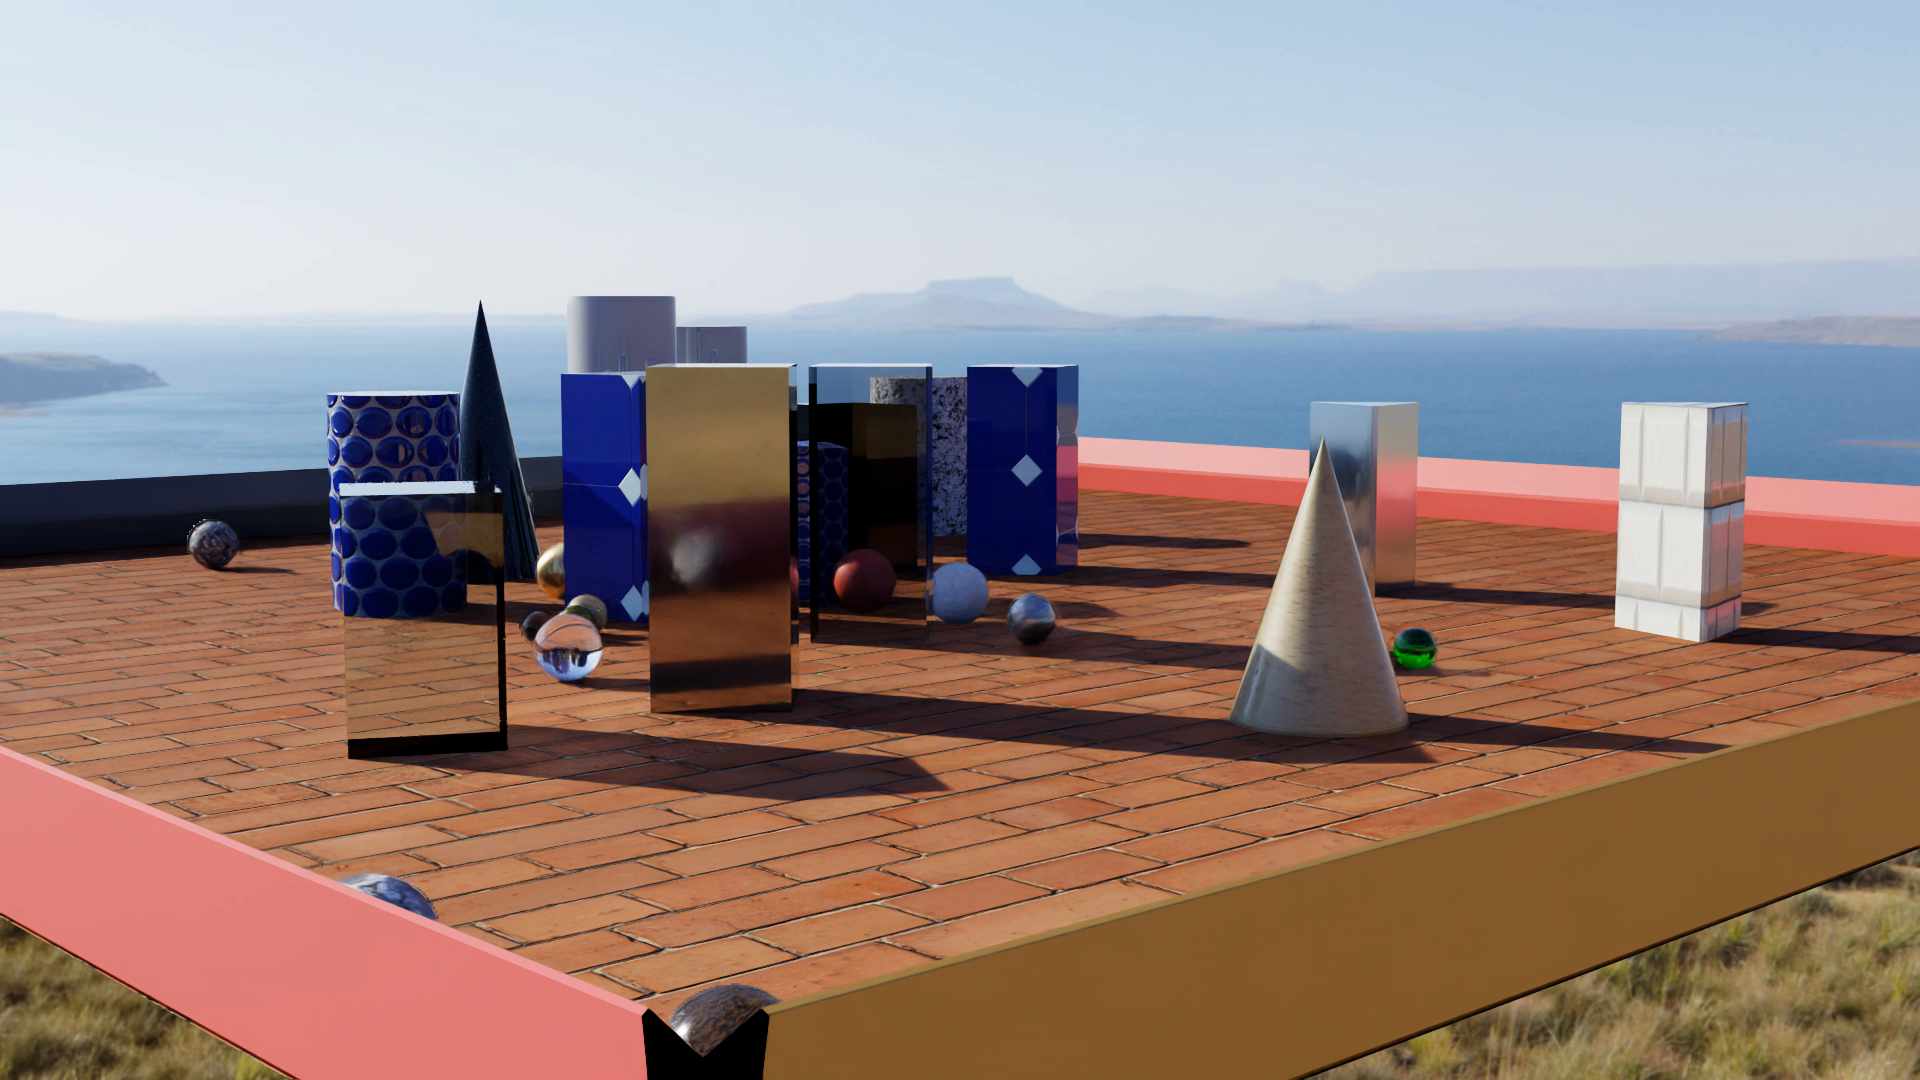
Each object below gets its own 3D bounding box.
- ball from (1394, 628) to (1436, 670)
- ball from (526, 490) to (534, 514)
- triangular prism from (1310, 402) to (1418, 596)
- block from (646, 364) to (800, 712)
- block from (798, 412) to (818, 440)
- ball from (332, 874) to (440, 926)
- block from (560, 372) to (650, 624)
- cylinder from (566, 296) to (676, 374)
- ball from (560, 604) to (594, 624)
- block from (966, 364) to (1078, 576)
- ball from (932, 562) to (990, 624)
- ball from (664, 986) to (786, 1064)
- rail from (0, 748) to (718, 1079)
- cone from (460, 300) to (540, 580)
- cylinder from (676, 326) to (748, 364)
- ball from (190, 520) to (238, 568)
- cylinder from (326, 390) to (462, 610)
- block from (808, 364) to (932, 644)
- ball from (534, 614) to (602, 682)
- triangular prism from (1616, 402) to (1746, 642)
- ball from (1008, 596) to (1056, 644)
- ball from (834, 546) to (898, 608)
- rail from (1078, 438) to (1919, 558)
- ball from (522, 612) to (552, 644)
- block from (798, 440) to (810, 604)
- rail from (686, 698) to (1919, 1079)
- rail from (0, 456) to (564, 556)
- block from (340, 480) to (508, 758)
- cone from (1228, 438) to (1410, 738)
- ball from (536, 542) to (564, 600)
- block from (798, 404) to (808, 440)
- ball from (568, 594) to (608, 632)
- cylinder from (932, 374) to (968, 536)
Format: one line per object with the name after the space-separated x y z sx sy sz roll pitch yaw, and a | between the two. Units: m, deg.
0.563 0.135 2.724 0.053 0.053 0.053 0 6 0 | ball
-0.934 -0.076 4.619 0.076 0.076 0.076 0 6 0 | ball
0.625 -0.070 3.508 0.146 0.297 0.169 4 7 34 | triangular prism
-0.266 -0.007 2.494 0.156 0.382 0.156 0 6 -1 | block
-0.361 -0.118 4.217 0.156 0.245 0.156 -1 6 -13 | block
-0.373 0.256 1.385 0.091 0.091 0.091 0 6 0 | ball
-0.470 -0.068 3.221 0.156 0.352 0.156 4 7 36 | block
-0.608 -0.204 3.968 0.195 0.468 0.195 0 6 0 | cylinder
-0.516 0.112 2.954 0.050 0.050 0.050 0 6 0 | ball
0.109 -0.124 3.770 0.156 0.349 0.156 2 6 16 | block
-0.003 0.075 3.117 0.089 0.089 0.089 0 6 0 | ball
-0.119 0.281 1.166 0.087 0.087 0.087 0 6 0 | ball
-1.226 0.151 2.207 0.045 0.126 3.320 -5 8 -42 | rail
-0.800 -0.174 3.692 0.195 0.464 0.195 0 6 0 | cone
-0.527 -0.227 4.453 0.195 0.411 0.195 0 6 0 | cylinder
-1.289 0.008 3.800 0.081 0.081 0.081 0 6 0 | ball
-0.849 -0.061 3.312 0.195 0.320 0.195 0 6 0 | cylinder
-0.119 -0.054 3.002 0.156 0.370 0.156 0 6 2 | block
-0.470 0.129 2.641 0.082 0.082 0.082 0 6 0 | ball
0.986 -0.031 3.049 0.146 0.315 0.169 4 7 34 | triangular prism
0.095 0.107 2.937 0.064 0.064 0.064 0 6 0 | ball
-0.140 0.055 3.290 0.094 0.094 0.094 0 6 0 | ball
1.226 -0.085 4.457 0.045 0.126 3.320 -5 8 -42 | rail
-0.563 0.117 2.936 0.043 0.043 0.043 0 6 0 | ball
-0.260 -0.030 3.411 0.156 0.238 0.156 -2 6 -15 | block
1.110 0.158 2.136 3.384 0.126 0.045 -5 8 -42 | rail
-1.110 -0.092 4.528 3.384 0.126 0.045 -5 8 -42 | rail
-0.555 0.077 2.268 0.156 0.263 0.156 -2 6 -16 | block
0.390 0.042 2.376 0.195 0.309 0.195 0 6 0 | cone
-0.607 0.048 3.383 0.088 0.088 0.088 0 6 0 | ball
-0.181 -0.095 3.816 0.156 0.282 0.156 6 8 44 | block
-0.511 0.103 3.008 0.057 0.057 0.057 0 6 0 | ball
-0.078 -0.172 4.405 0.195 0.312 0.195 0 6 0 | cylinder
